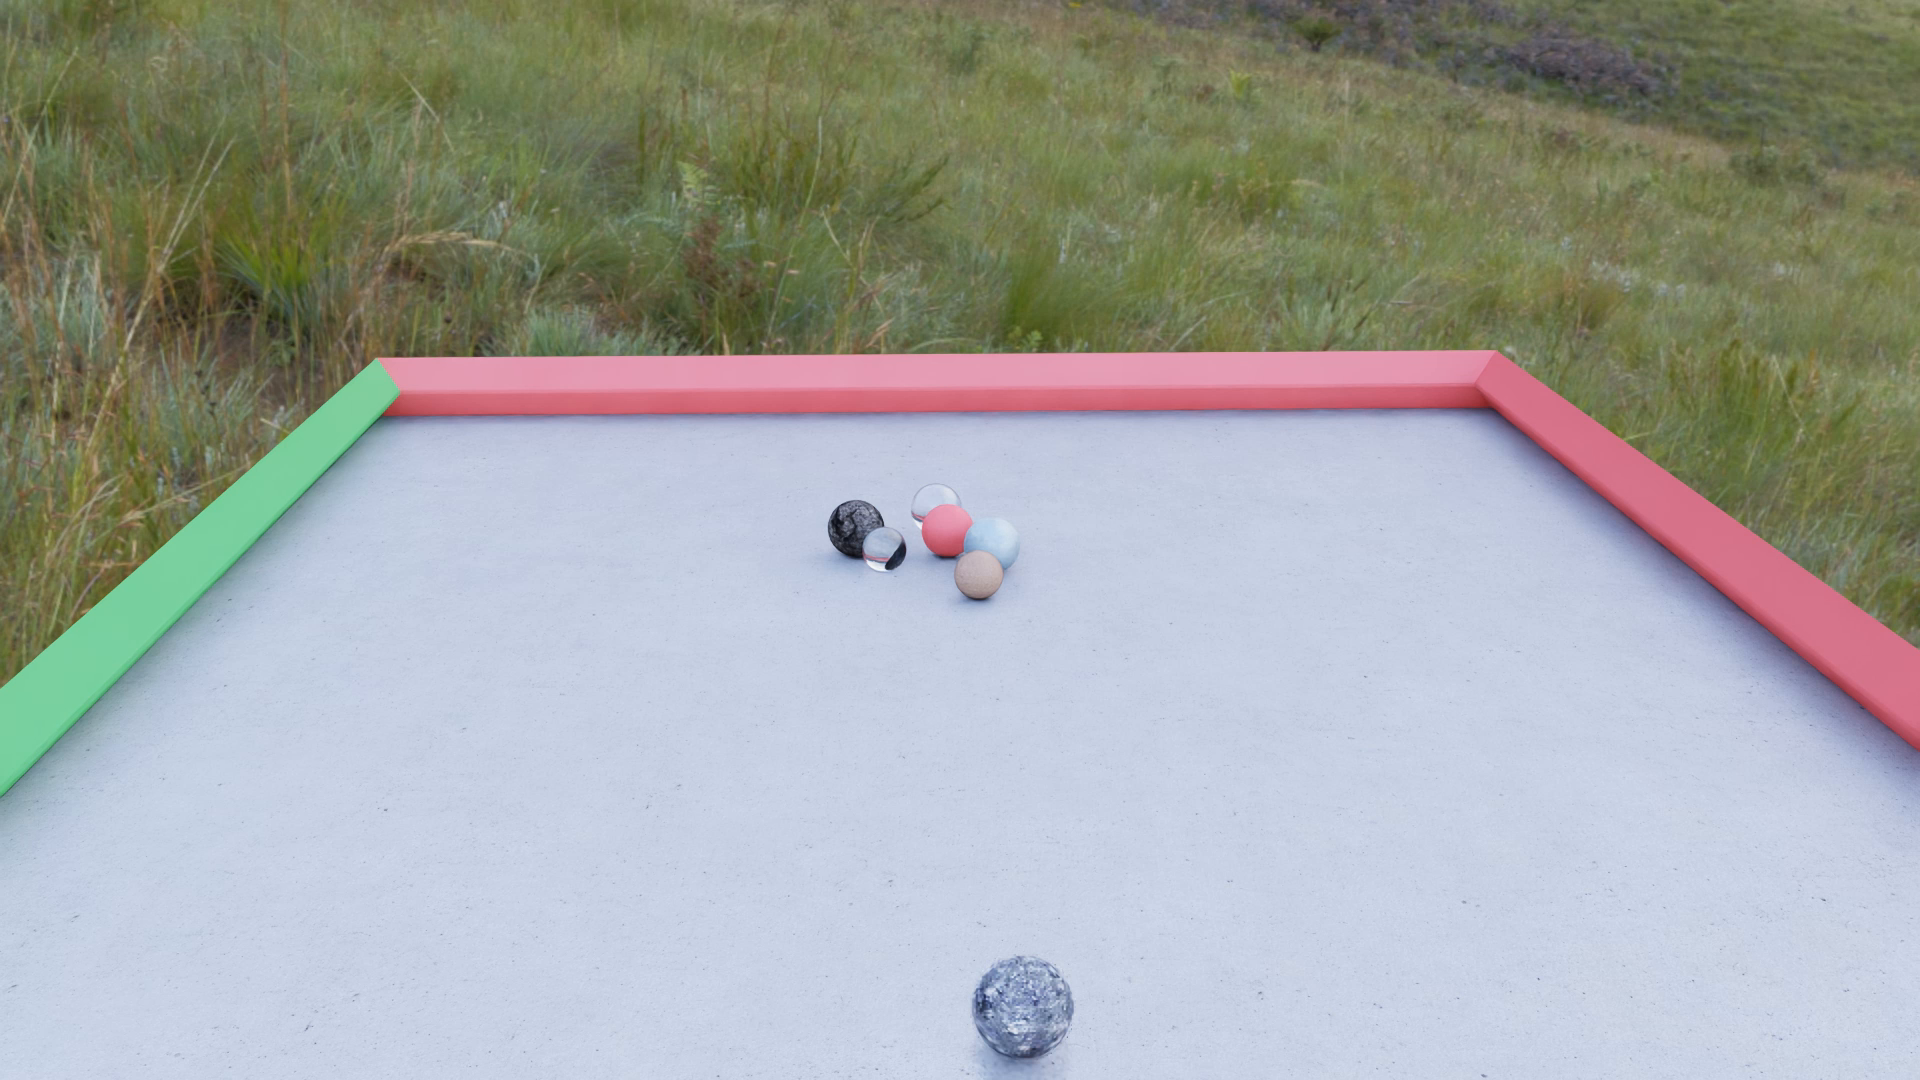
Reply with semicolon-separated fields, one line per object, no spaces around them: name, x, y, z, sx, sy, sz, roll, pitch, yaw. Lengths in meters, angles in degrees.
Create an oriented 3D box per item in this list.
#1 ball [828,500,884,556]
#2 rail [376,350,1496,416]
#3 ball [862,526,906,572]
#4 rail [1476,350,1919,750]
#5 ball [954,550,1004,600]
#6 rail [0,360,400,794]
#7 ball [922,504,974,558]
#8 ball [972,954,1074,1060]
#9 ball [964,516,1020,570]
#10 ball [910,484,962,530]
ball;-0.133;-0.015;2.816;0.073;0.073;0.073;0;16;0
rail;-0.030;-0.254;3.611;1.847;0.095;0.045;-1;16;-2
ball;-0.095;0.011;2.753;0.056;0.056;0.056;0;16;0
rail;0.930;0.222;1.939;0.045;0.095;3.589;-1;16;-2
ball;0.022;0.042;2.641;0.059;0.059;0.059;0;16;0
rail;-0.868;0.239;1.879;0.045;0.095;3.589;-1;16;-2
ball;-0.015;-0.012;2.814;0.068;0.068;0.068;0;16;0
ball;0.045;0.336;1.582;0.073;0.073;0.073;0;16;0
ball;0.040;0.006;2.744;0.071;0.071;0.071;0;16;0
ball;-0.031;-0.041;2.914;0.069;0.069;0.069;0;16;0
